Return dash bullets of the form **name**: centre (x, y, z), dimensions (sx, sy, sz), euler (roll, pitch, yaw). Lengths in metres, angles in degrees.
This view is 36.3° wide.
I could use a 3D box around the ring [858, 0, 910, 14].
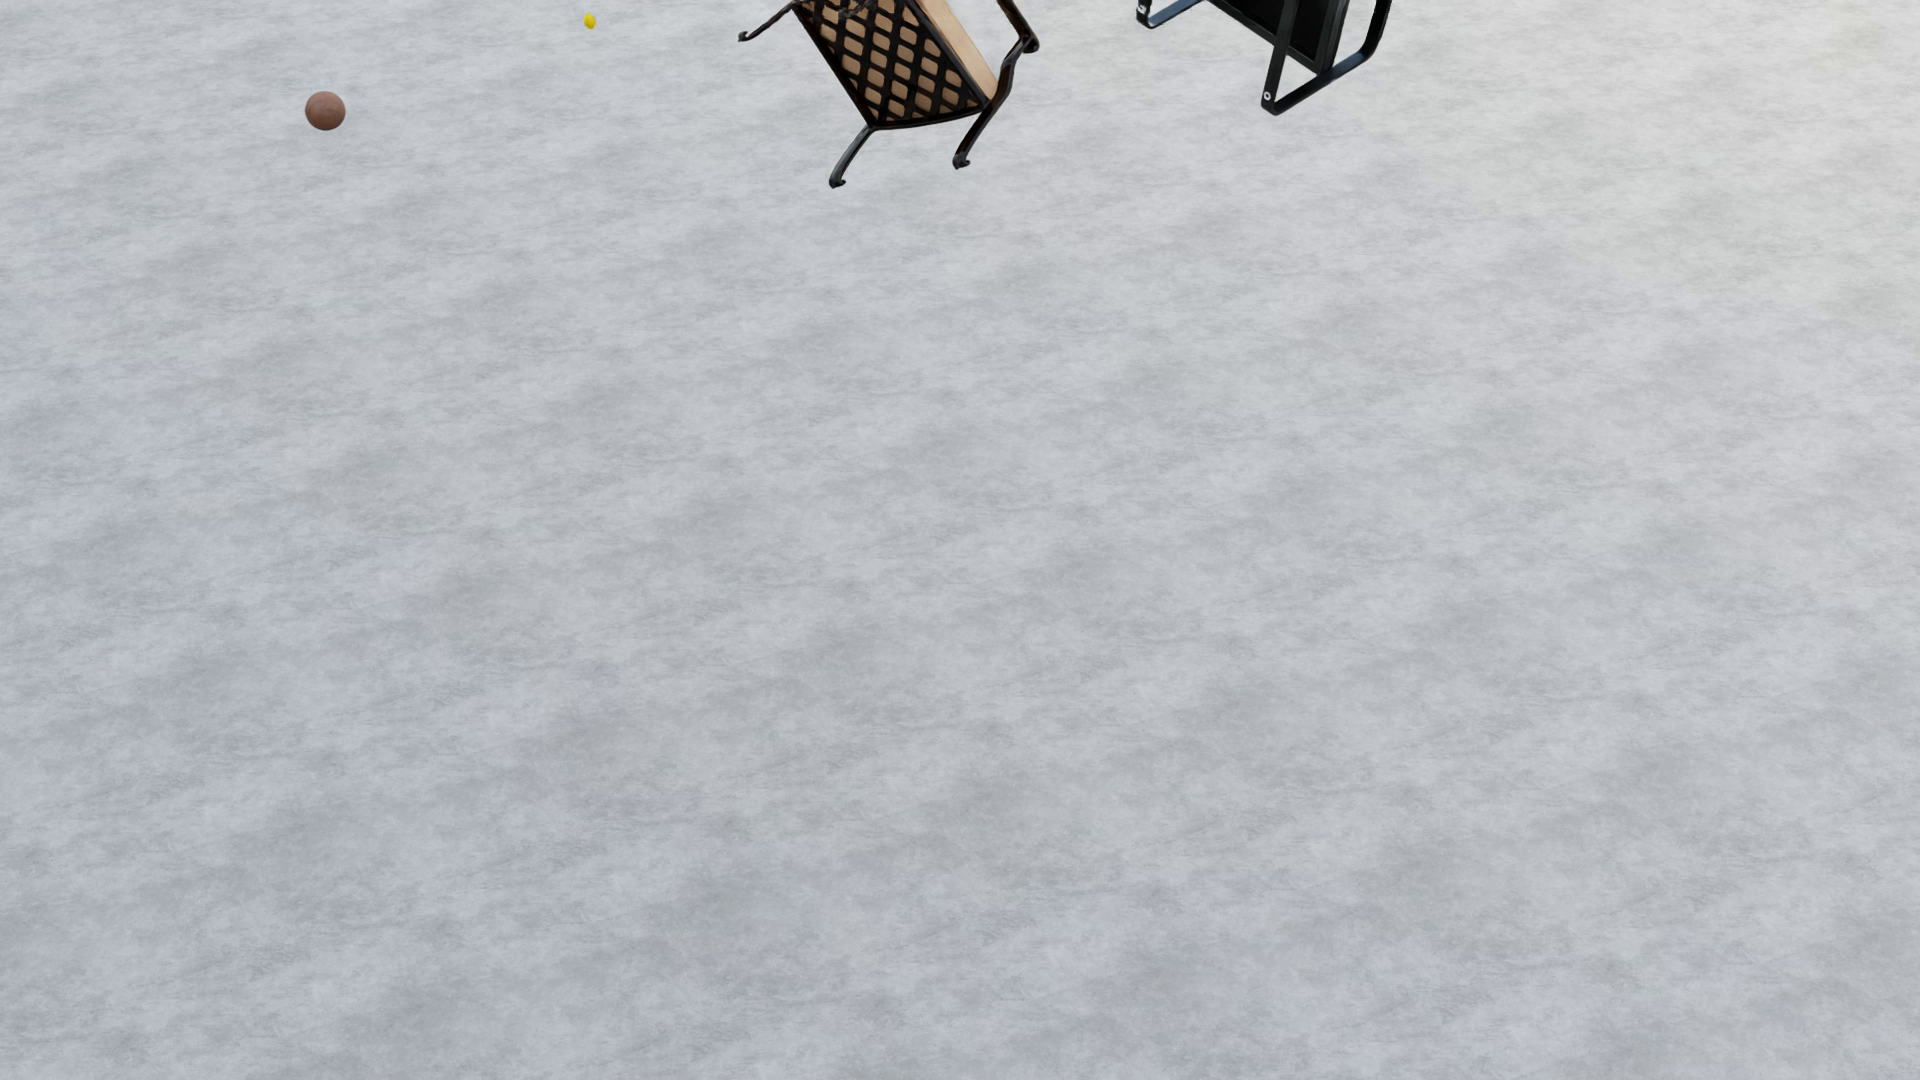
- **ring**: centre (-0.255, -1.927, 10.231), dimensions (0.242, 0.170, 0.087), euler (-23, 27, 29)
